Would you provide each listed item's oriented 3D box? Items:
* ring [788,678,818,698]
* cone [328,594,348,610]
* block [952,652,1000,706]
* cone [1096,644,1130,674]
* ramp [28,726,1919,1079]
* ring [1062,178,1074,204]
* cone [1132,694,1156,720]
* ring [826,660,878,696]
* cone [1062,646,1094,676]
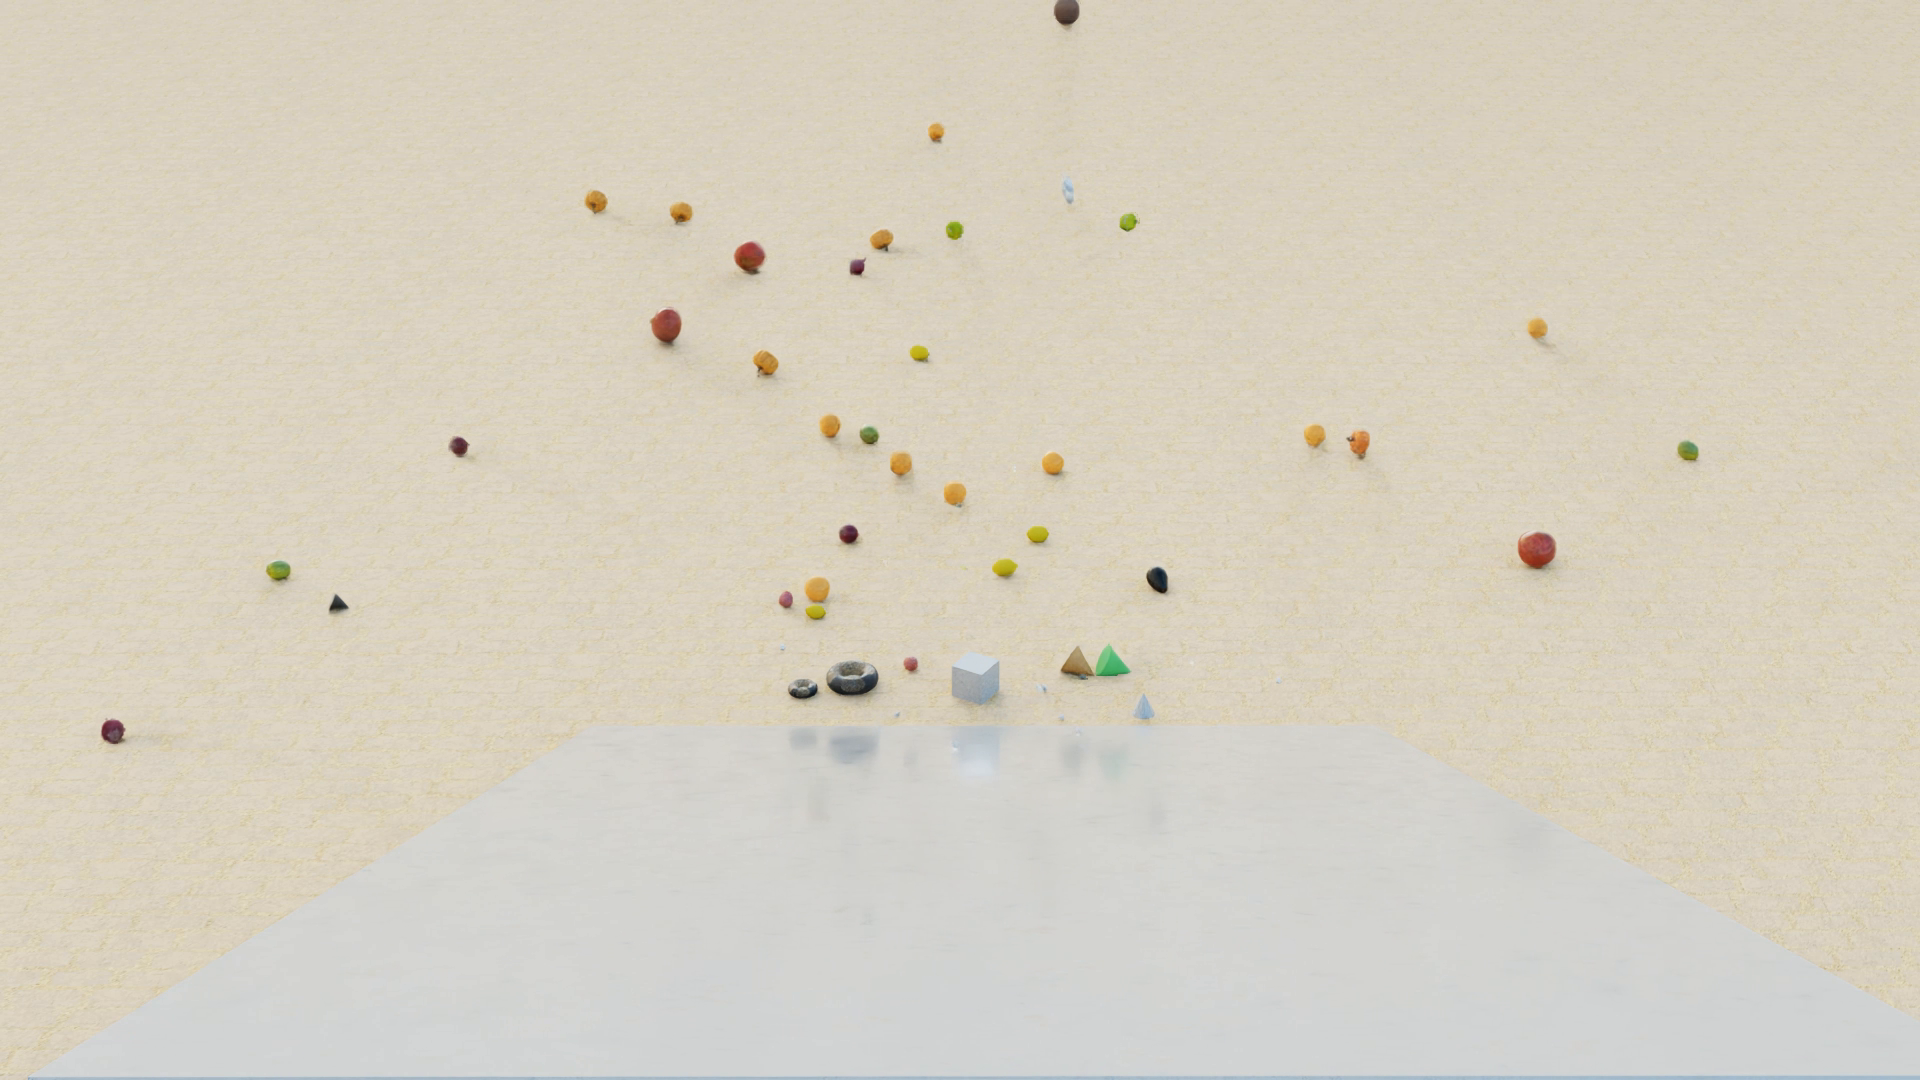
[{"bbox_3d":[-0.420,0.398,6.907,0.081,0.027,0.081,-1,27,0],"label":"ring"},{"bbox_3d":[-1.755,0.184,7.323,0.053,0.053,0.053,22,23,-16],"label":"cone"},{"bbox_3d":[0.042,0.368,6.892,0.092,0.092,0.092,16,31,28],"label":"block"},{"bbox_3d":[0.427,0.341,7.002,0.088,0.088,0.088,23,24,-13],"label":"cone"},{"bbox_3d":[0.062,0.556,4.594,2.000,0.100,4.000,0,1,0],"label":"ramp"},{"bbox_3d":[0.430,-1.391,10.282,0.035,0.106,0.106,-10,28,-4],"label":"ring"},{"bbox_3d":[0.484,0.429,6.805,0.063,0.063,0.063,0,27,0],"label":"cone"},{"bbox_3d":[-0.289,0.370,6.938,0.143,0.048,0.143,-1,28,1],"label":"ring"},{"bbox_3d":[0.331,0.344,6.998,0.084,0.084,0.084,35,35,7],"label":"cone"}]
